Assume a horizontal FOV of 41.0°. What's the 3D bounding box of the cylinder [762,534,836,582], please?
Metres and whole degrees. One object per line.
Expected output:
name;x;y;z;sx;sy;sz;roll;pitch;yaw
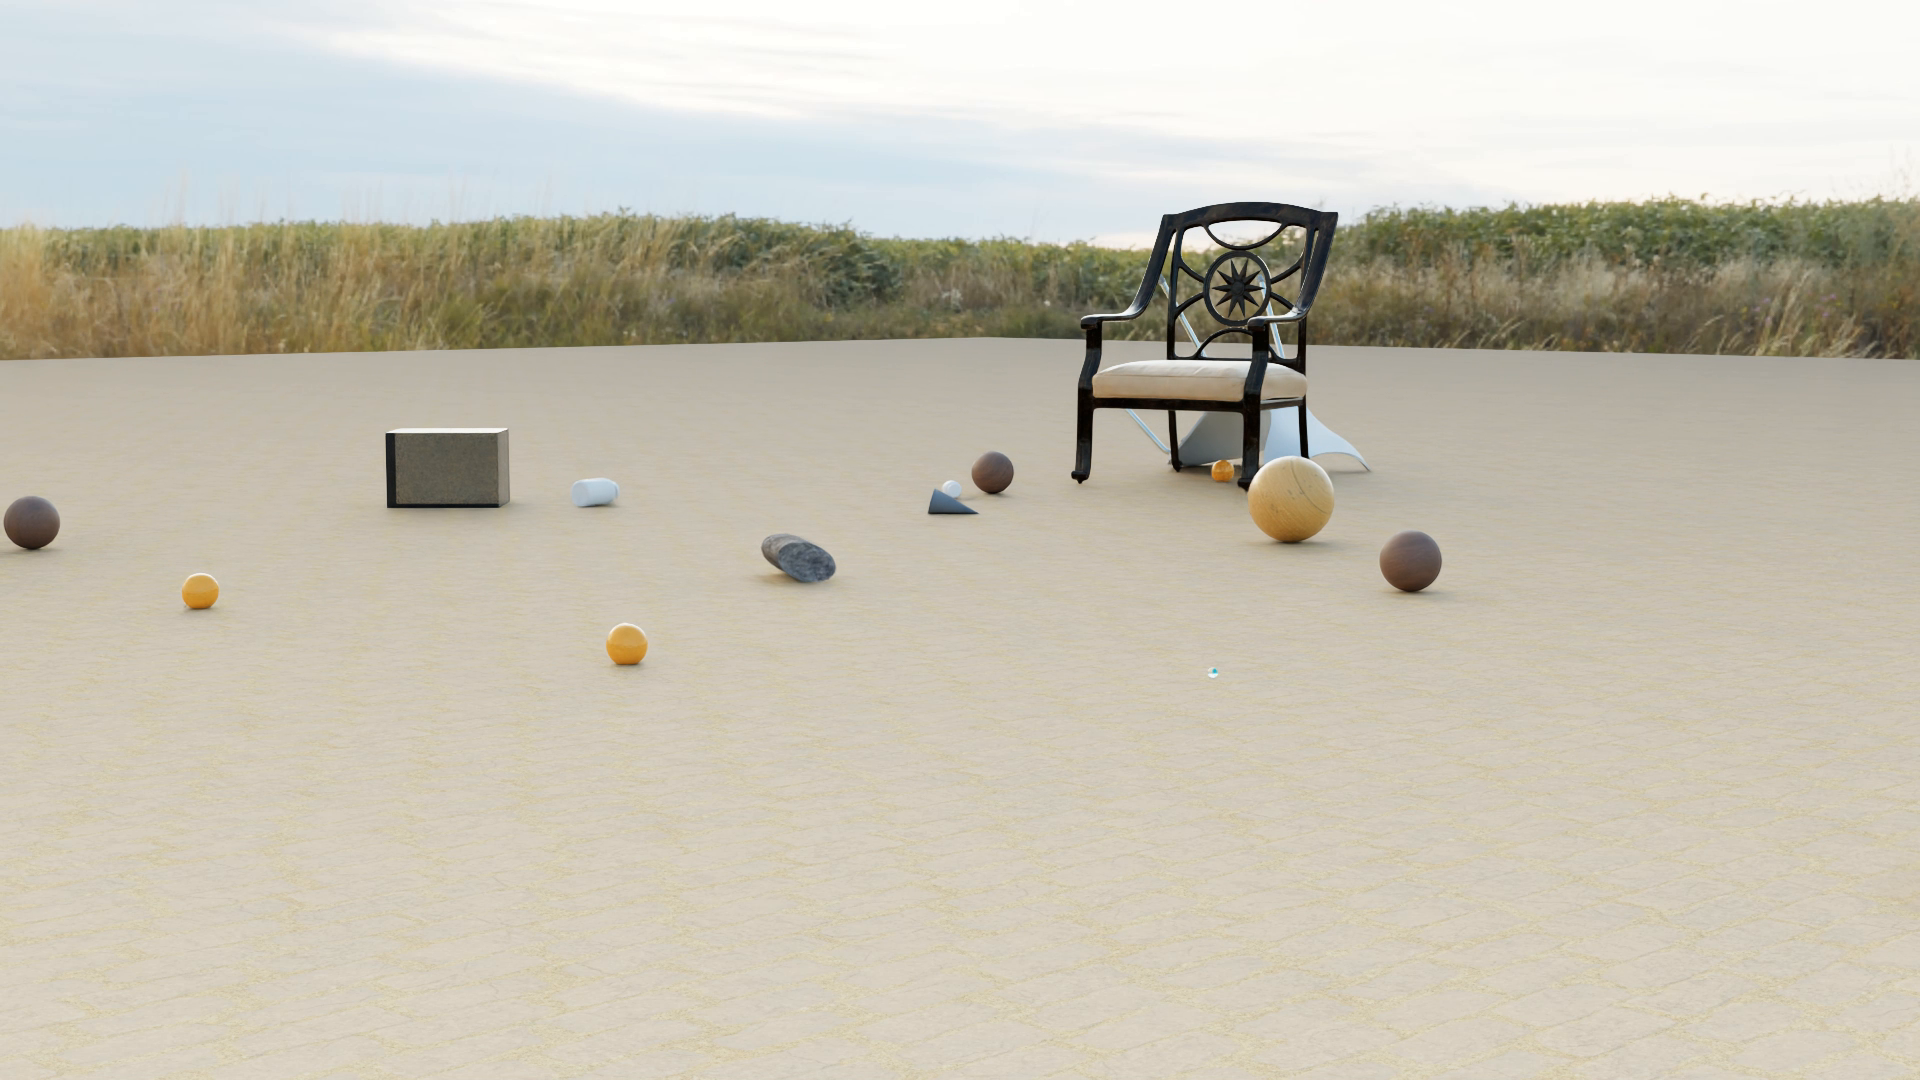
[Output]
cylinder;-0.354;0.039;5.611;0.132;0.081;0.191;18;1;-16

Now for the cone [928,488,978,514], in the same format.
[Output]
cone;-0.011;-0.090;7.111;0.140;0.075;0.082;15;16;3

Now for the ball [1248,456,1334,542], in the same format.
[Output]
ball;0.820;-0.101;6.352;0.214;0.214;0.214;0;6;0

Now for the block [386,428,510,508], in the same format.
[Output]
block;-1.473;-0.208;7.387;0.317;0.214;0.204;0;6;-1
